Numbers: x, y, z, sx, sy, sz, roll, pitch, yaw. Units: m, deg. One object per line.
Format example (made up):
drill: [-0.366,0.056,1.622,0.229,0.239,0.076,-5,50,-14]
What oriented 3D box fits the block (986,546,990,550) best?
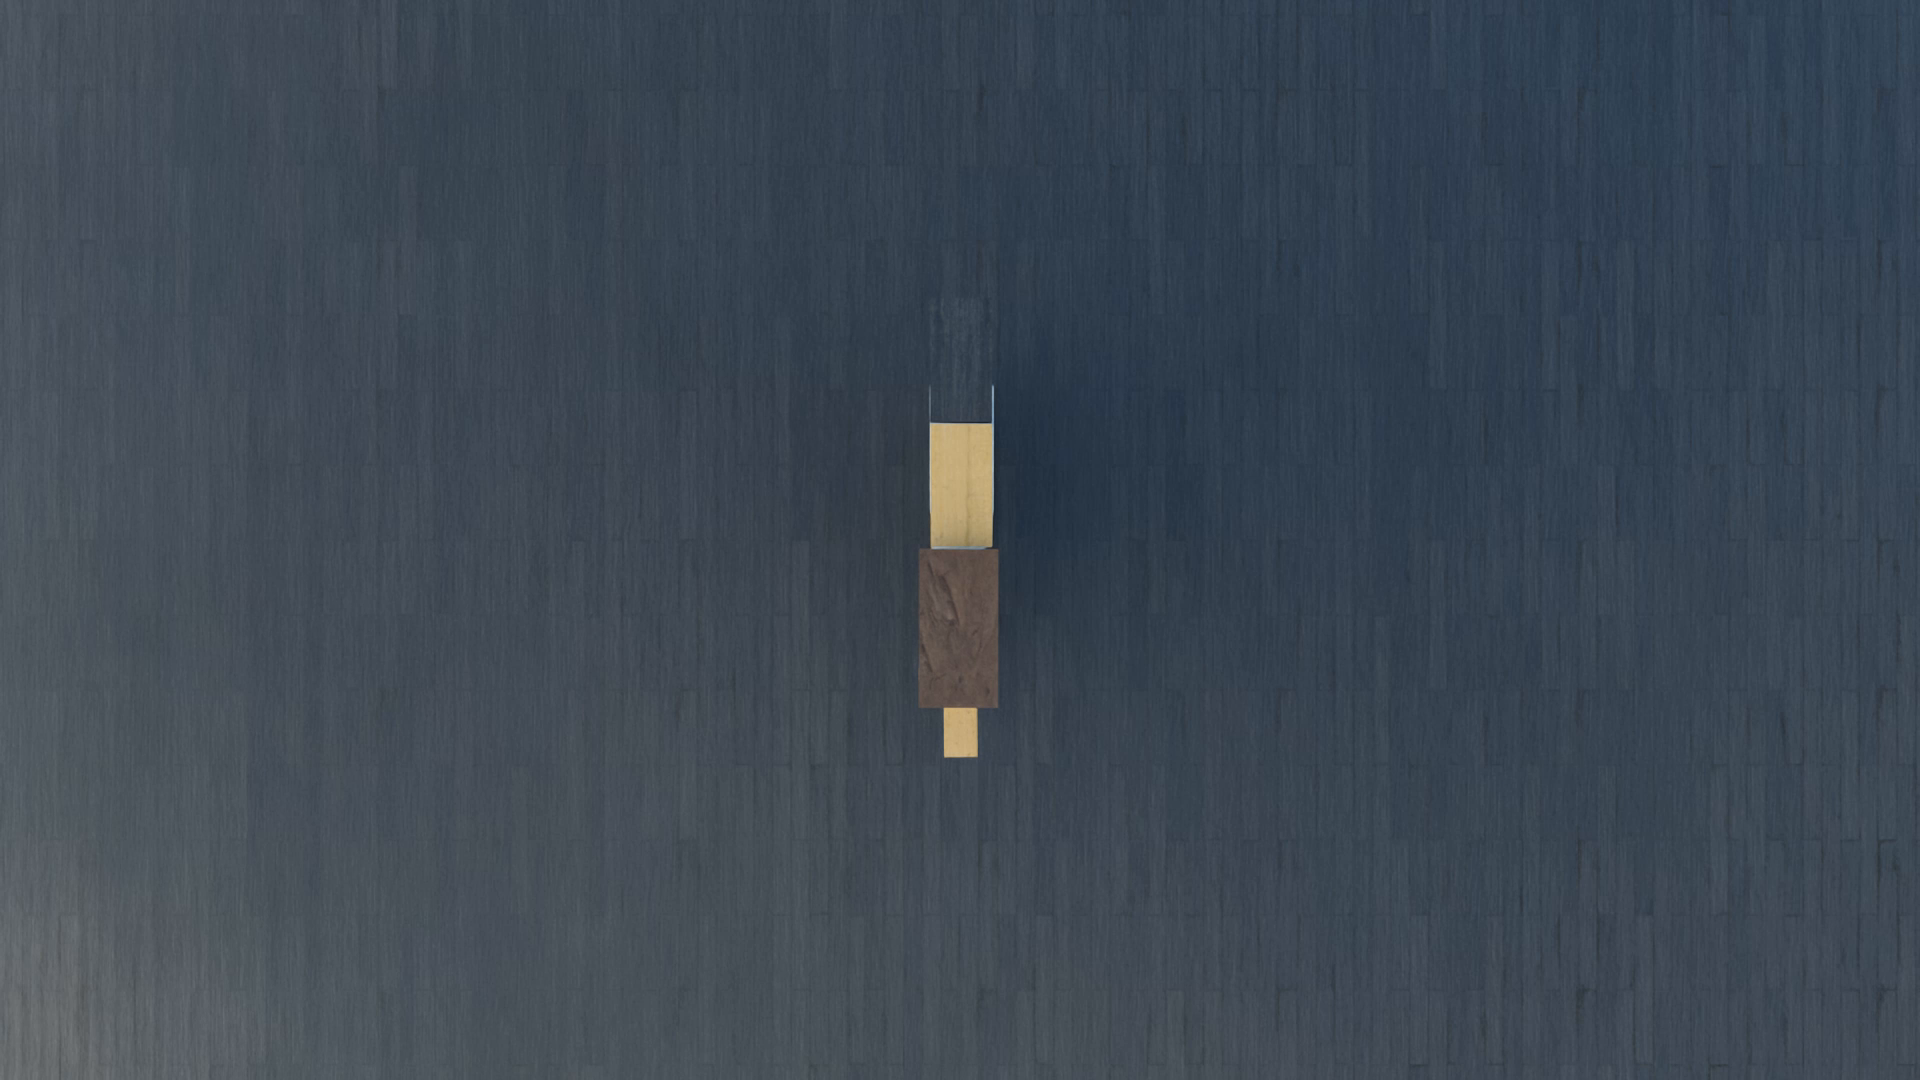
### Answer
block: [0.003,-0.029,4.778,0.171,0.049,0.343,0,90,0]

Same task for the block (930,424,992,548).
block: [0.003,-0.124,3.764,0.139,0.040,0.279,0,90,0]

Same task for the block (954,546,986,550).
block: [-0.002,0.071,4.106,0.133,0.038,0.266,0,90,0]

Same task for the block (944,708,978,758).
block: [0.001,0.468,4.209,0.085,0.024,0.169,0,90,0]

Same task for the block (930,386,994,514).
block: [0.004,-0.224,4.085,0.158,0.045,0.315,0,90,0]

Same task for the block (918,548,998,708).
block: [-0.003,0.198,3.708,0.177,0.050,0.355,0,90,0]

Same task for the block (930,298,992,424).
block: [0.003,-0.409,3.761,0.141,0.040,0.282,0,90,0]
